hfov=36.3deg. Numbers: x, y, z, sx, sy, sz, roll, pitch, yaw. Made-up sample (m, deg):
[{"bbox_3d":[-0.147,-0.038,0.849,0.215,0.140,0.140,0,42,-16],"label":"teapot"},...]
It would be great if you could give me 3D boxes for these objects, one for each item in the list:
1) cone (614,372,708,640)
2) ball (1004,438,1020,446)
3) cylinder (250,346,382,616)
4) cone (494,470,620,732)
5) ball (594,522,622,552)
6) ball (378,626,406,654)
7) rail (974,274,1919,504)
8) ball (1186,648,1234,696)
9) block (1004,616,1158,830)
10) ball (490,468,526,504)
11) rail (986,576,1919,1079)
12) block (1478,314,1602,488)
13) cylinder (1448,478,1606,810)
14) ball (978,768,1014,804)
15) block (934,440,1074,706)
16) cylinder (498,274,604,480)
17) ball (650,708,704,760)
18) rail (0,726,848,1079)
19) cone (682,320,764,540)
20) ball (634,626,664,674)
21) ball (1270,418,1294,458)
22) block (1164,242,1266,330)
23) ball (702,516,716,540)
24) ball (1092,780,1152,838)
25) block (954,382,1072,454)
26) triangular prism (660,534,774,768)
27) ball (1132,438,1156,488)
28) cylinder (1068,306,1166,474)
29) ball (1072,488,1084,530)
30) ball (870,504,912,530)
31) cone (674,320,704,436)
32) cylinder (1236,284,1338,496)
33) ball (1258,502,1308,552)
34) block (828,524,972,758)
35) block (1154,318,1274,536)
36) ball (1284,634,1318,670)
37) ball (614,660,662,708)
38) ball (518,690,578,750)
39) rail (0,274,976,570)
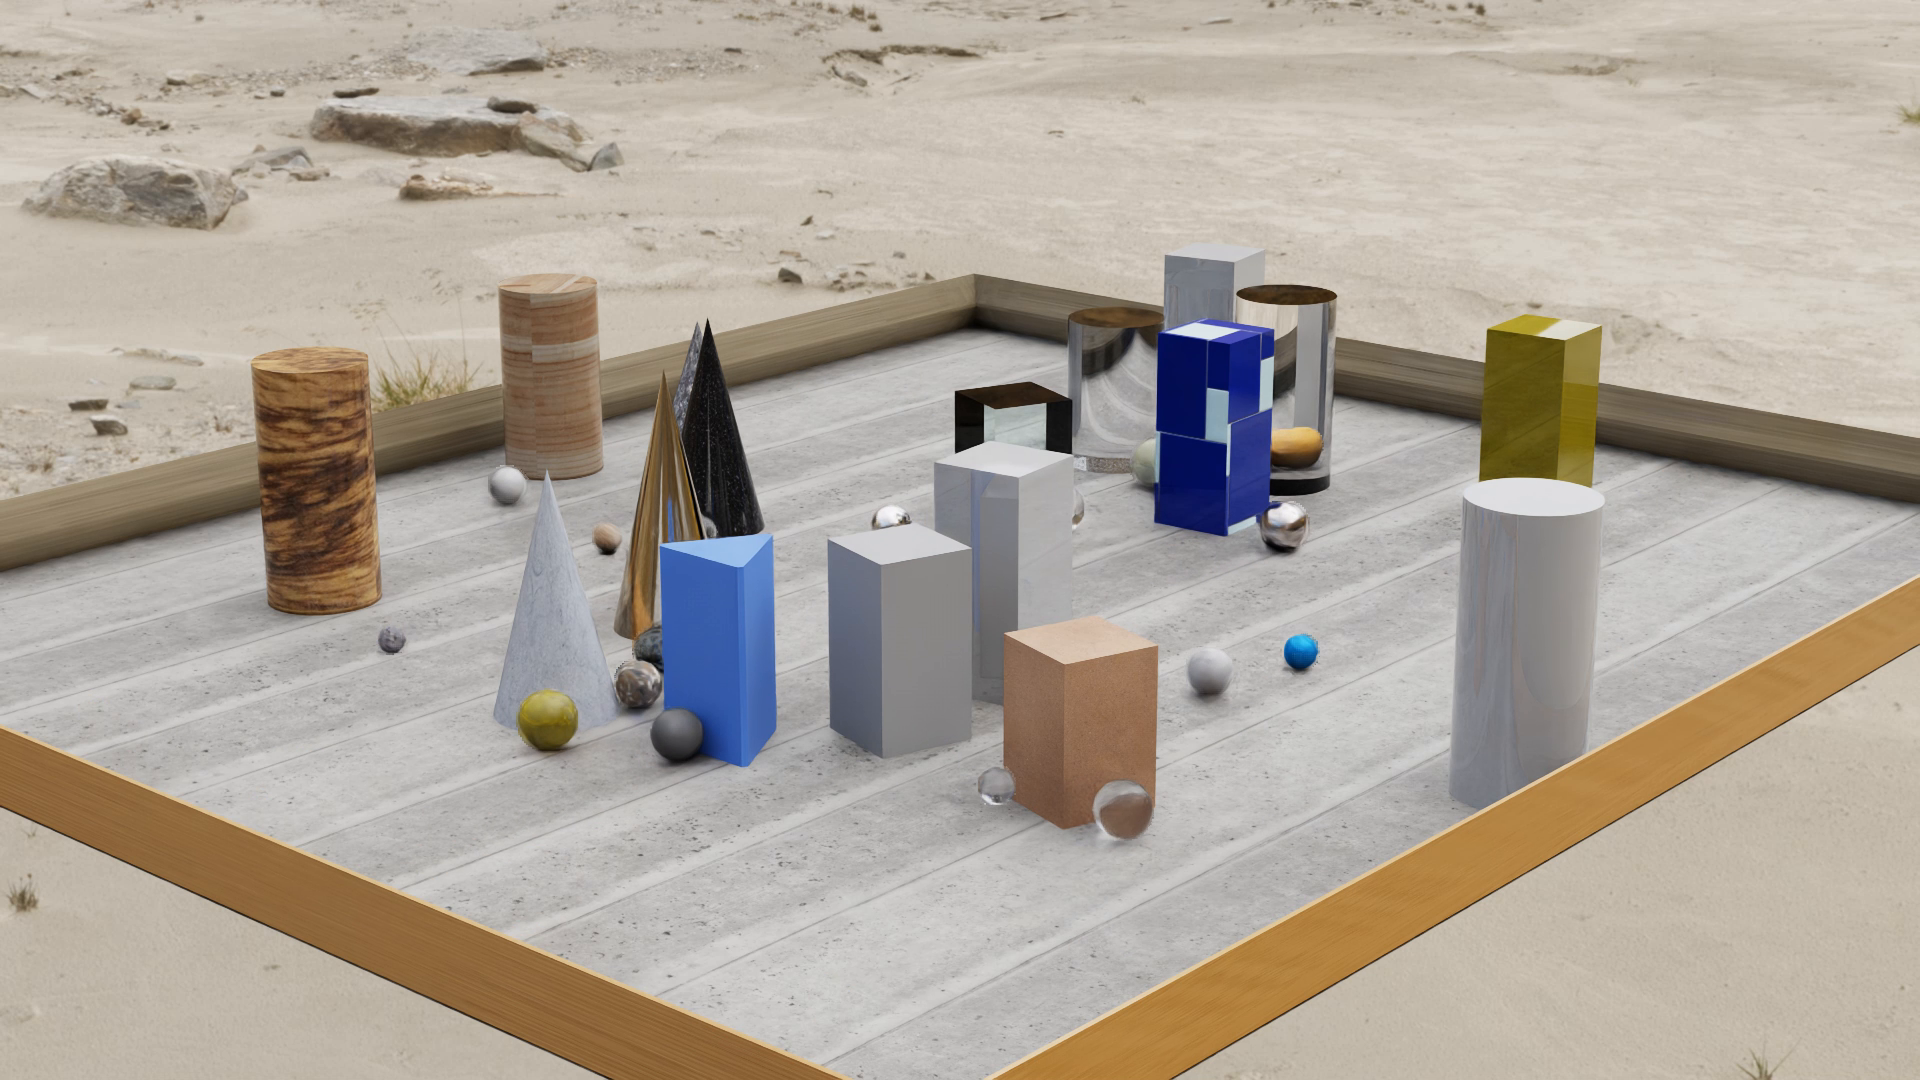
[{"bbox_3d":[-0.490,-0.070,4.908,0.197,0.447,0.197,0,17,0],"label":"cone"},{"bbox_3d":[0.104,-0.185,5.987,0.045,0.045,0.045,0,17,0],"label":"ball"},{"bbox_3d":[-1.108,-0.103,5.054,0.197,0.427,0.197,0,17,0],"label":"cylinder"},{"bbox_3d":[-0.627,0.079,4.508,0.197,0.392,0.197,0,17,0],"label":"cone"},{"bbox_3d":[-0.646,-0.005,5.378,0.052,0.052,0.052,0,17,0],"label":"ball"},{"bbox_3d":[-0.936,0.164,4.829,0.045,0.045,0.045,0,17,0],"label":"ball"},{"bbox_3d":[1.066,-0.322,6.296,2.774,0.128,0.045,14,22,39],"label":"rail"},{"bbox_3d":[0.396,0.208,4.632,0.075,0.075,0.075,0,17,0],"label":"ball"},{"bbox_3d":[0.170,0.257,4.173,0.157,0.245,0.157,-10,19,-30],"label":"block"},{"bbox_3d":[-0.876,-0.106,5.679,0.071,0.071,0.071,0,17,0],"label":"ball"},{"bbox_3d":[1.030,0.290,4.264,0.045,0.128,3.300,14,22,39],"label":"rail"},{"bbox_3d":[1.083,-0.211,5.486,0.157,0.384,0.157,12,21,35],"label":"block"},{"bbox_3d":[0.806,0.151,4.184,0.197,0.443,0.197,0,17,0],"label":"cylinder"},{"bbox_3d":[0.052,0.352,4.193,0.053,0.053,0.053,0,17,0],"label":"ball"},{"bbox_3d":[0.069,0.053,4.626,0.157,0.375,0.157,11,20,33],"label":"block"},{"bbox_3d":[-0.820,-0.328,5.882,0.197,0.380,0.197,0,17,0],"label":"cylinder"},{"bbox_3d":[-0.420,0.288,4.355,0.079,0.079,0.079,0,17,0],"label":"ball"},{"bbox_3d":[-1.066,0.386,3.944,2.774,0.128,0.045,14,22,39],"label":"rail"},{"bbox_3d":[-0.466,-0.219,5.476,0.197,0.405,0.197,0,17,0],"label":"cone"},{"bbox_3d":[-0.488,0.178,4.728,0.076,0.076,0.076,0,17,0],"label":"ball"},{"bbox_3d":[0.642,-0.207,5.994,0.083,0.083,0.083,0,17,0],"label":"ball"},{"bbox_3d":[0.529,-0.411,6.137,0.157,0.391,0.157,9,19,28],"label":"block"},{"bbox_3d":[-0.479,-0.014,5.386,0.064,0.064,0.064,0,17,0],"label":"ball"},{"bbox_3d":[0.225,0.373,4.069,0.083,0.083,0.083,0,17,0],"label":"ball"},{"bbox_3d":[0.096,-0.121,5.341,0.157,0.295,0.157,-8,19,-26],"label":"block"},{"bbox_3d":[-0.333,0.156,4.398,0.170,0.310,0.147,14,22,39],"label":"triangular prism"},{"bbox_3d":[0.387,-0.152,5.785,0.098,0.098,0.098,0,17,0],"label":"ball"},{"bbox_3d":[0.316,-0.305,5.943,0.197,0.300,0.197,0,17,0],"label":"cylinder"},{"bbox_3d":[0.183,-0.059,5.476,0.098,0.098,0.098,0,17,0],"label":"ball"},{"bbox_3d":[-0.128,-0.027,5.407,0.077,0.077,0.077,0,17,0],"label":"ball"},{"bbox_3d":[-0.520,-0.284,5.849,0.197,0.315,0.197,0,17,0],"label":"cone"},{"bbox_3d":[0.637,-0.297,5.775,0.197,0.381,0.197,0,17,0],"label":"cylinder"},{"bbox_3d":[0.594,-0.025,5.377,0.090,0.090,0.090,0,17,0],"label":"ball"},{"bbox_3d":[-0.091,0.150,4.429,0.157,0.303,0.157,-10,20,-31],"label":"block"},{"bbox_3d":[0.479,-0.214,5.524,0.157,0.368,0.157,12,21,35],"label":"block"},{"bbox_3d":[0.552,0.181,4.753,0.055,0.055,0.055,0,17,0],"label":"ball"},{"bbox_3d":[-0.501,0.225,4.571,0.074,0.074,0.074,0,17,0],"label":"ball"},{"bbox_3d":[-0.618,0.269,4.401,0.090,0.090,0.090,0,17,0],"label":"ball"},{"bbox_3d":[-1.030,-0.226,5.976,0.045,0.128,3.300,14,22,39],"label":"rail"}]
